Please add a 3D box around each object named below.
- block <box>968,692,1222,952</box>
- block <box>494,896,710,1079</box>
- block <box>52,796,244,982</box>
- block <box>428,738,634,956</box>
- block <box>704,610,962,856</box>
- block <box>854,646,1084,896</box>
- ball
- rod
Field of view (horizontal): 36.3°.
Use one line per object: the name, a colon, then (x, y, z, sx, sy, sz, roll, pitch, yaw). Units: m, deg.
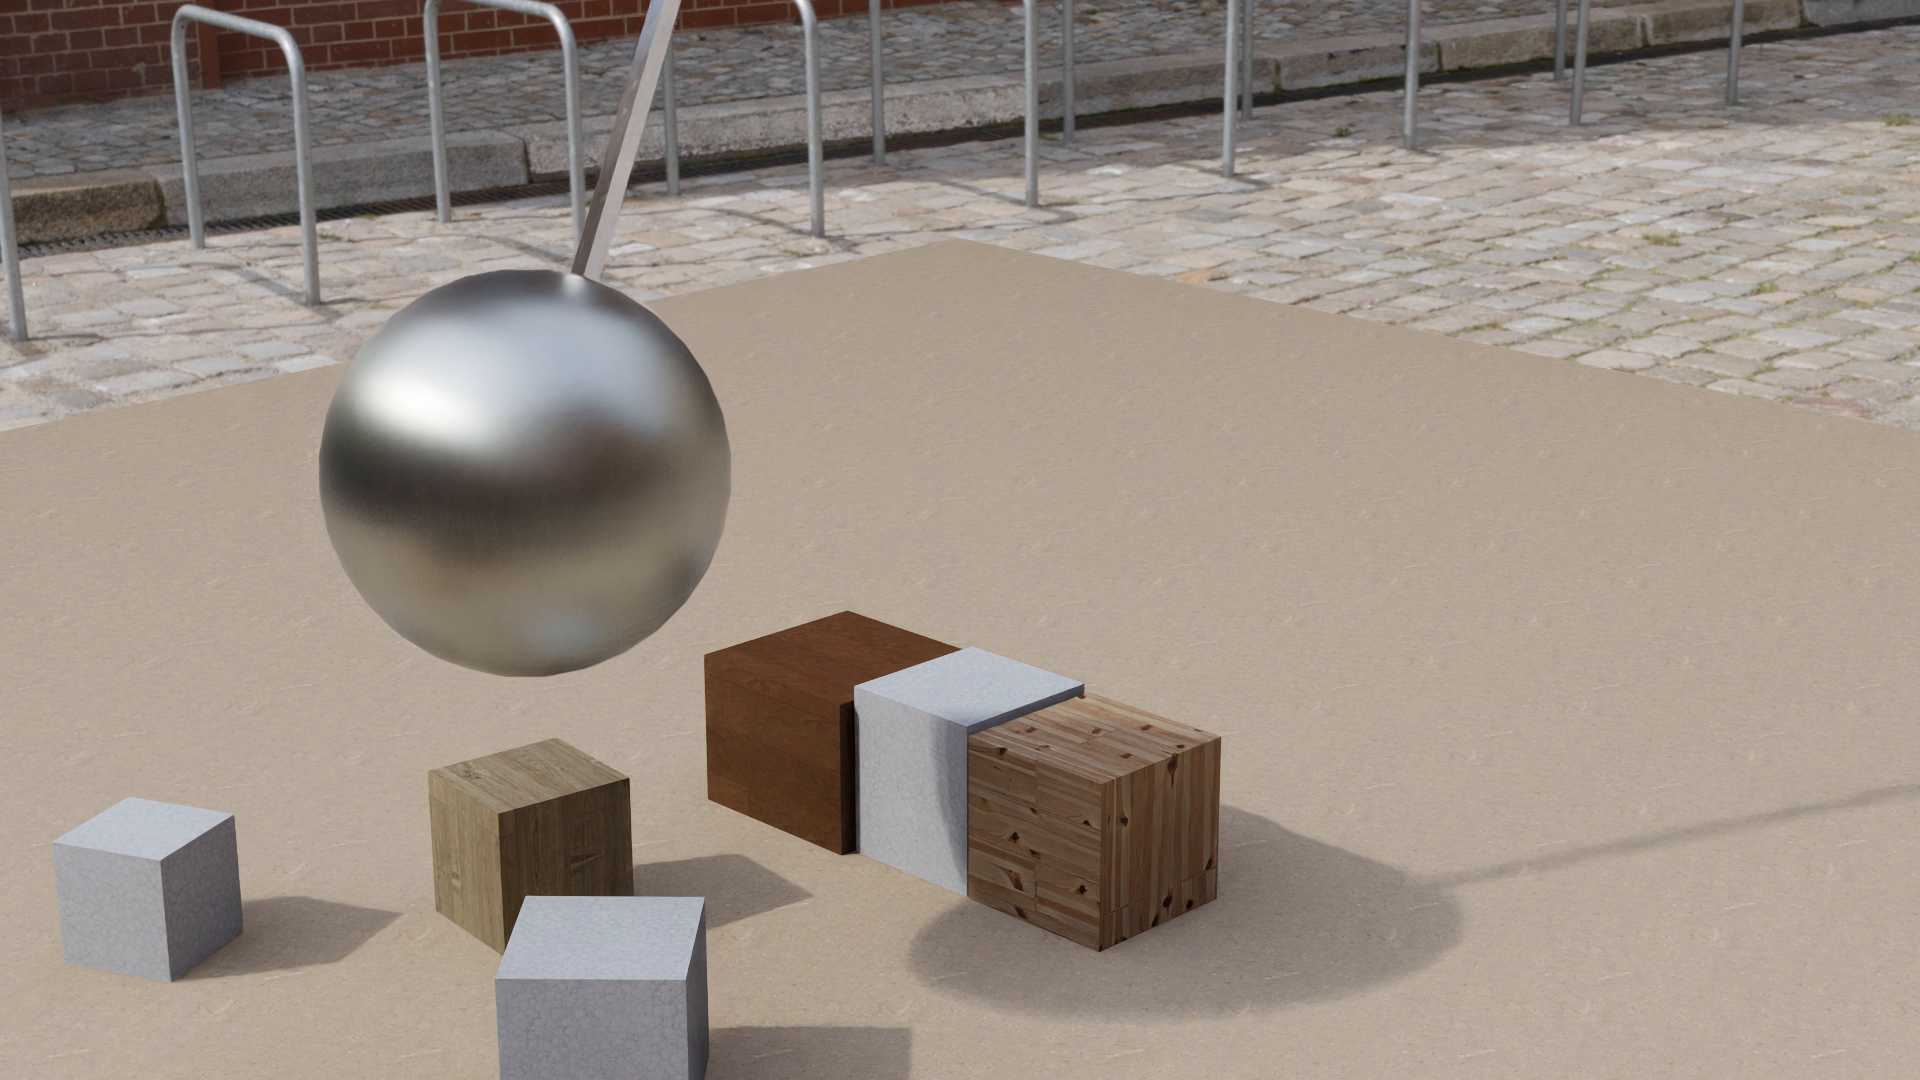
block: (0.597, 1.242, 13.089, 0.786, 0.783, 0.795, -17, 24, -42)
block: (-1.366, 1.846, 11.326, 0.709, 0.687, 0.737, 0, 17, 1)
block: (-3.493, 1.500, 12.636, 0.545, 0.561, 0.536, 7, 19, 20)
block: (-1.891, 1.345, 12.948, 0.655, 0.669, 0.616, -13, 22, -36)
block: (-0.559, 0.912, 14.193, 0.938, 0.749, 0.964, -17, 24, -42)
block: (0.044, 1.058, 13.604, 0.728, 0.823, 0.771, 17, 24, 42)
ball: (-1.695, -0.262, 11.483, 1.600, 1.600, 1.600, 0, 17, 0)
rod: (-0.735, -3.524, 11.464, 0.080, 5.200, 0.080, 17, 0, 42)
